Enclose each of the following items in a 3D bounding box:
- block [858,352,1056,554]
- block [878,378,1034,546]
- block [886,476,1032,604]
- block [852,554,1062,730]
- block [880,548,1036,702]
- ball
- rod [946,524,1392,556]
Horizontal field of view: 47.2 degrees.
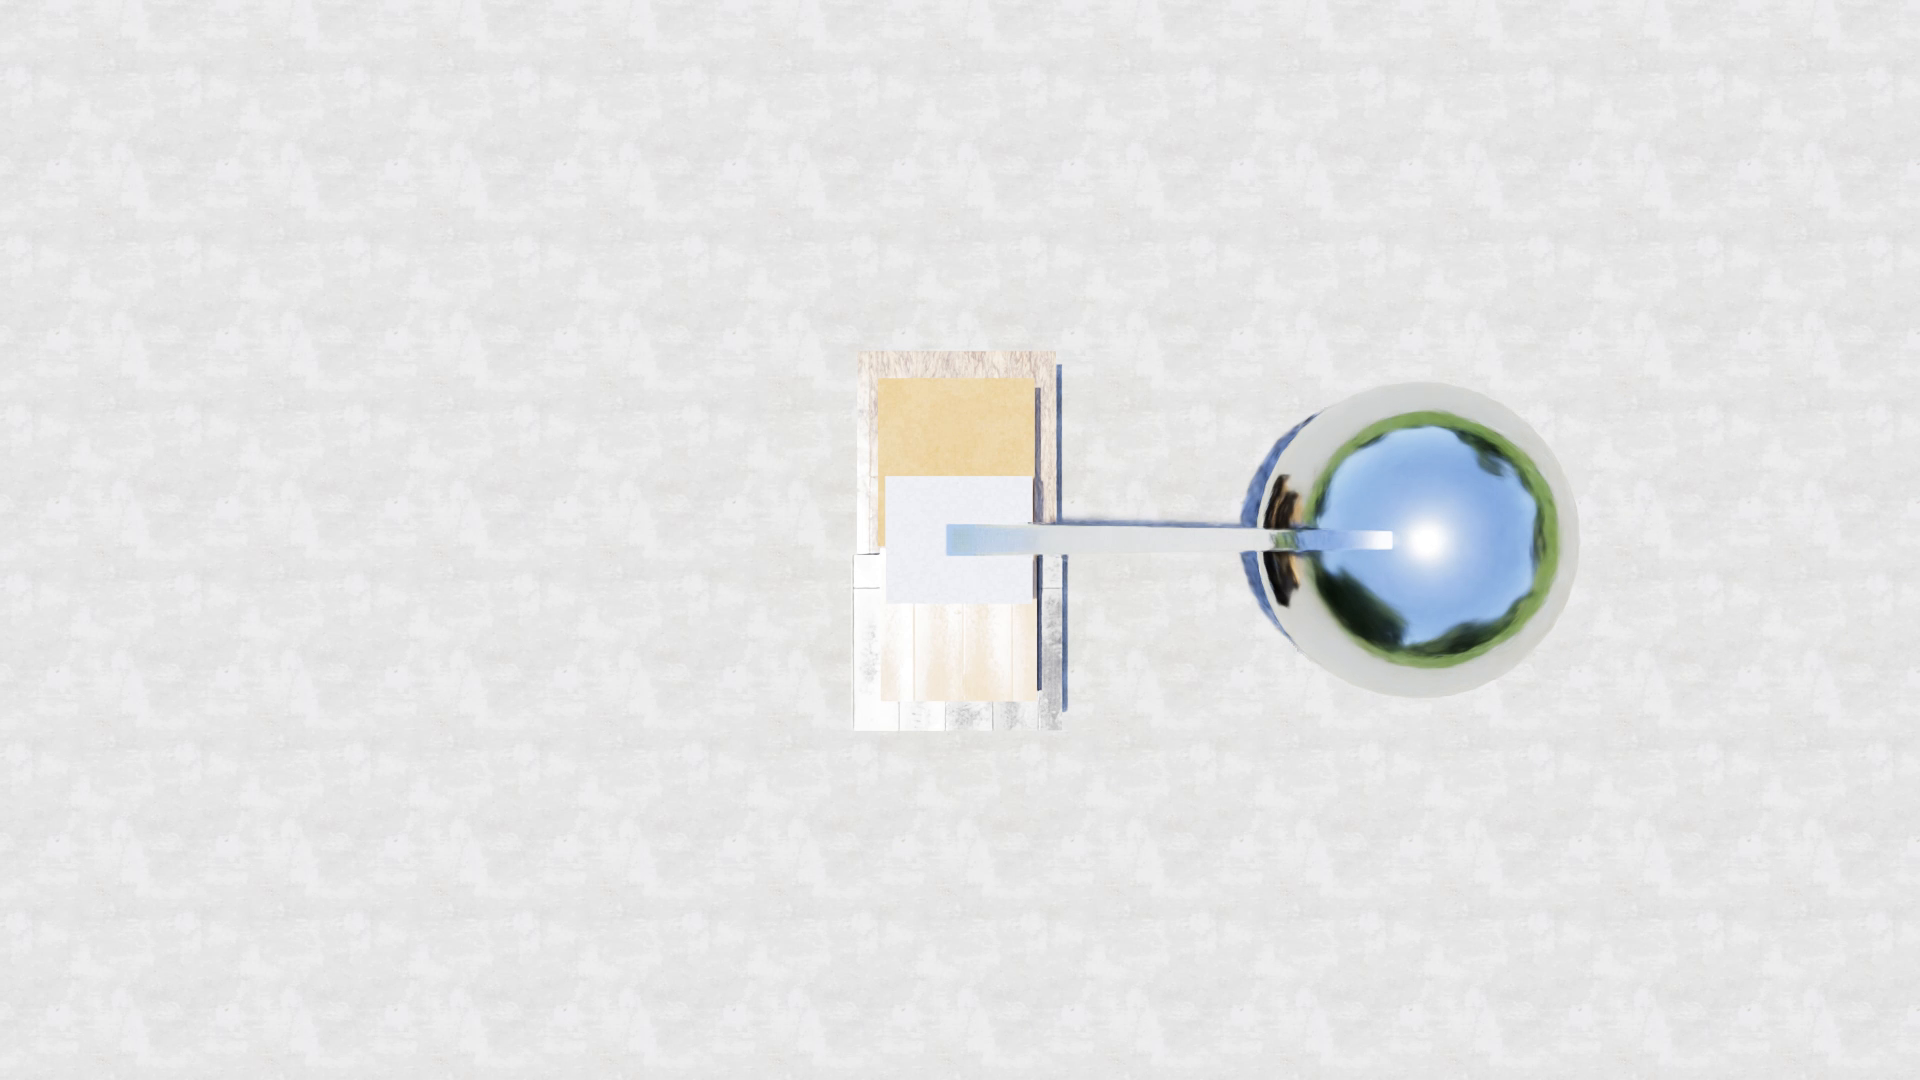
[{"bbox_3d":[-0.017,-0.479,12.482,1.082,1.035,1.099,0,90,0],"label":"block"},{"bbox_3d":[-0.019,-0.394,11.557,0.796,0.816,0.853,0,90,0],"label":"block"},{"bbox_3d":[-0.005,0.000,10.847,0.704,0.605,0.612,0,90,0],"label":"block"},{"bbox_3d":[-0.017,0.554,12.434,1.135,1.131,0.947,0,90,0],"label":"block"},{"bbox_3d":[-0.007,0.431,11.531,0.795,0.676,0.779,0,90,0],"label":"block"},{"bbox_3d":[2.295,0.000,11.070,1.600,1.600,1.600,0,90,0],"label":"ball"},{"bbox_3d":[0.994,0.000,7.929,0.080,5.200,0.080,0,90,22],"label":"rod"}]
